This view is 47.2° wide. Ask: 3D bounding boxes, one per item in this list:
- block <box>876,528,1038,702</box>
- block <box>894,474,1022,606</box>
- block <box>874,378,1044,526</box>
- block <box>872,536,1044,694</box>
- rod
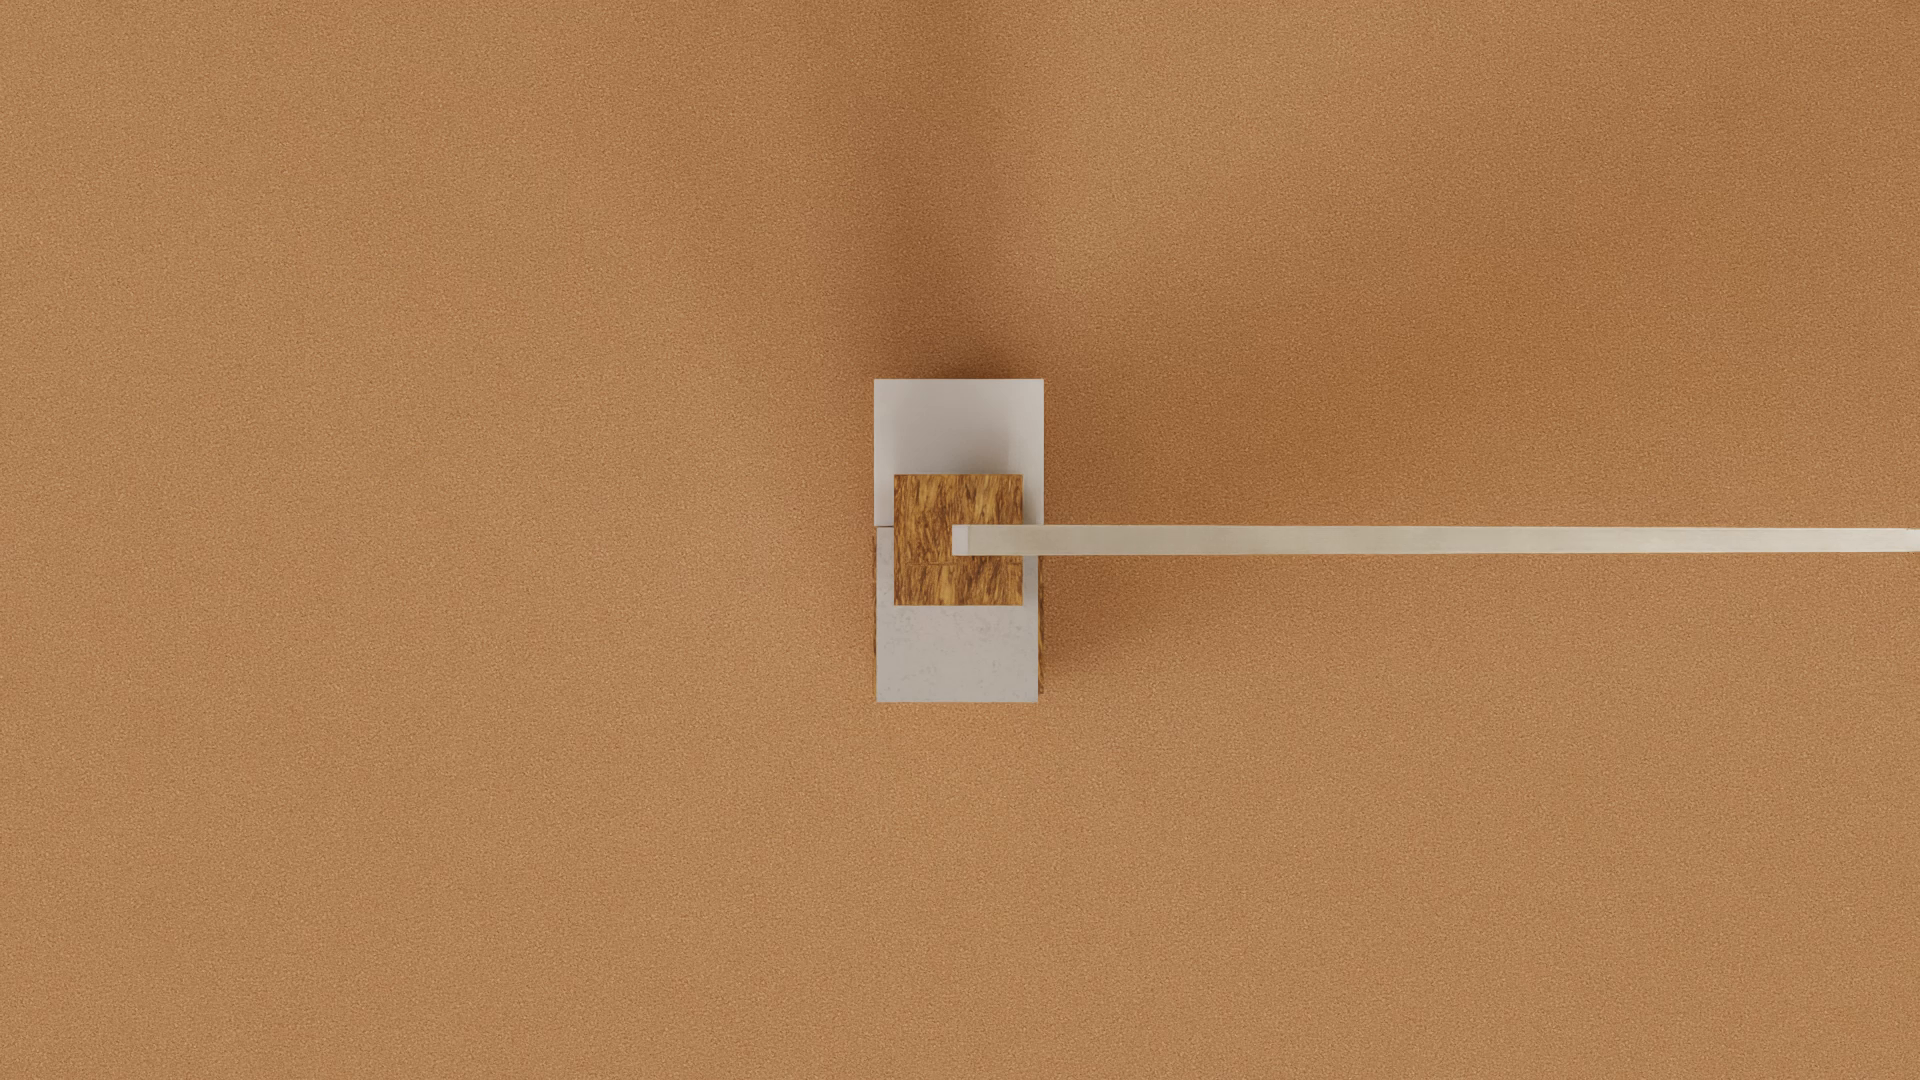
[{"bbox_3d":[-0.014,0.388,11.780,0.836,0.748,0.906,0,90,0],"label":"block"},{"bbox_3d":[-0.008,0.000,11.108,0.634,0.597,0.645,0,90,0],"label":"block"},{"bbox_3d":[-0.006,-0.458,11.909,0.885,0.851,0.766,0,90,0],"label":"block"},{"bbox_3d":[-0.011,0.415,12.577,0.947,0.846,0.872,0,90,0],"label":"block"},{"bbox_3d":[2.234,0.000,7.016,5.200,0.080,0.080,0,90,-31],"label":"rod"}]
